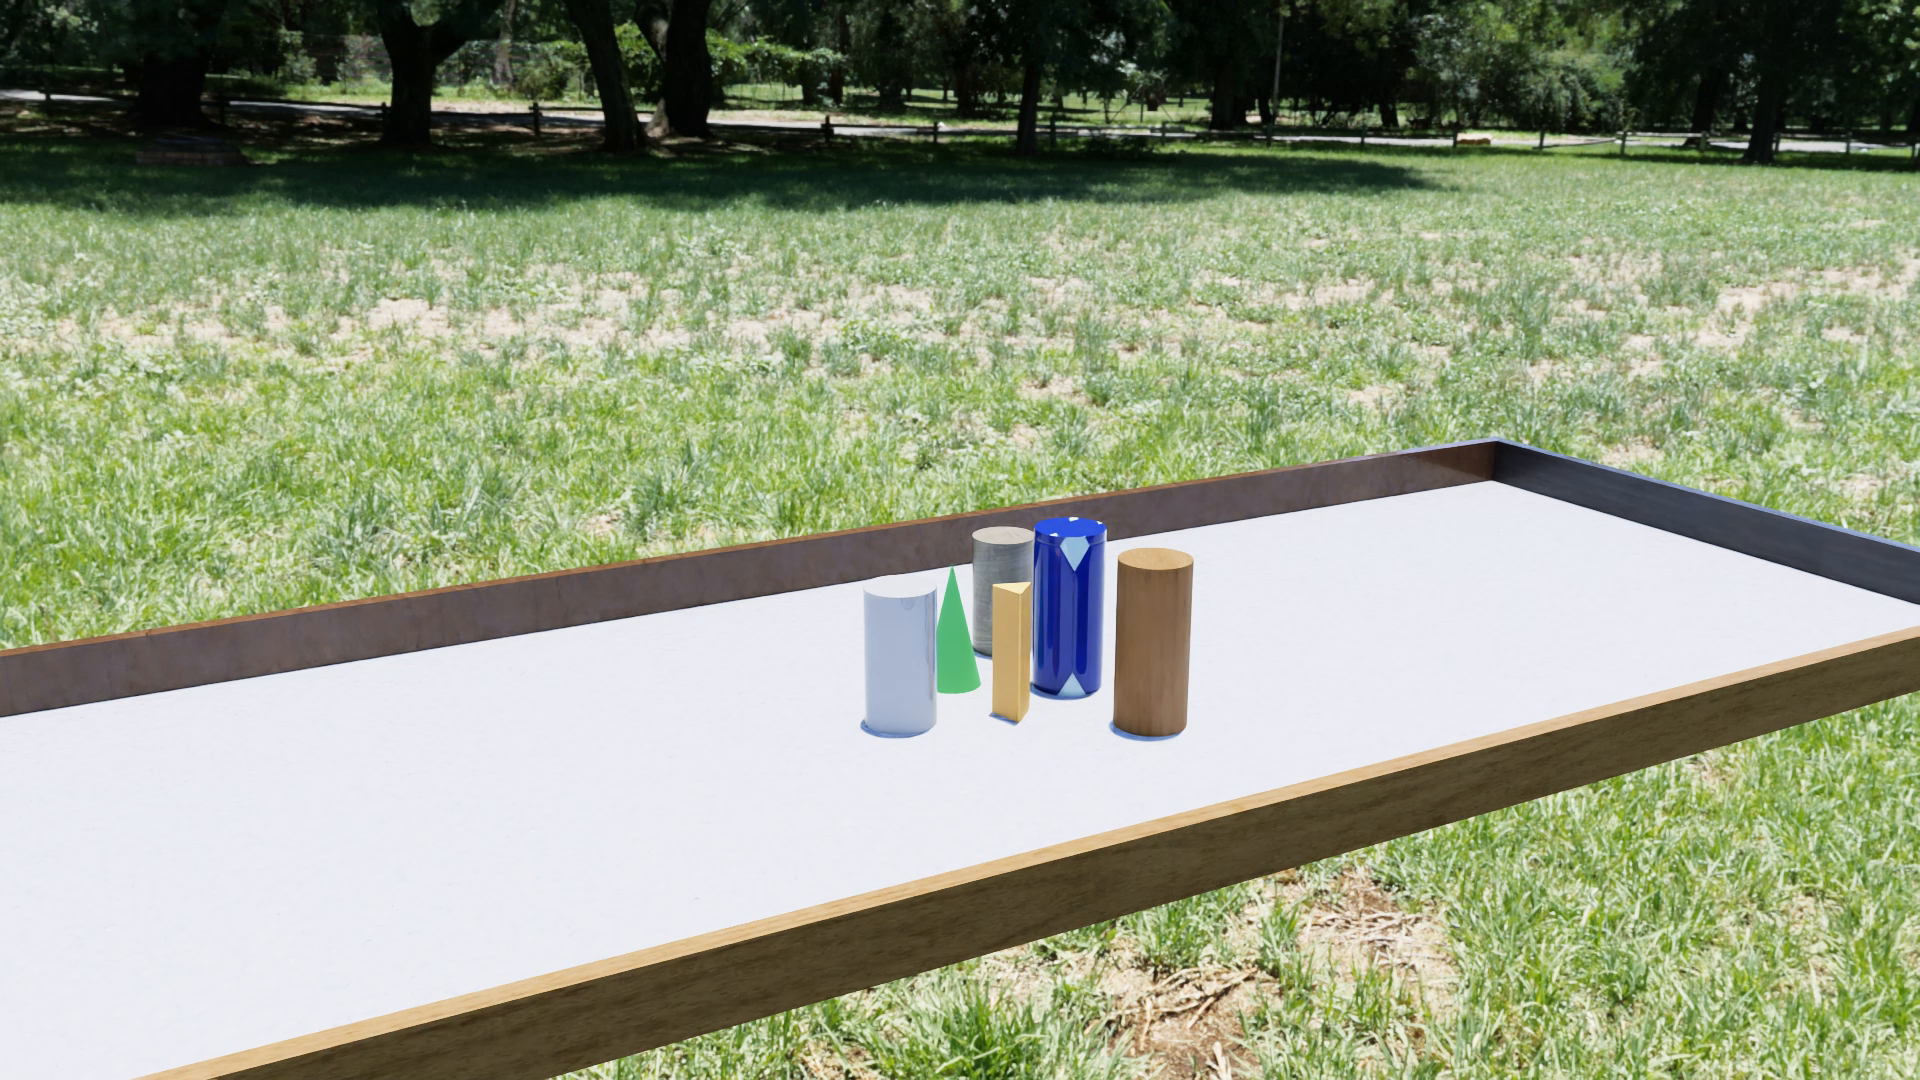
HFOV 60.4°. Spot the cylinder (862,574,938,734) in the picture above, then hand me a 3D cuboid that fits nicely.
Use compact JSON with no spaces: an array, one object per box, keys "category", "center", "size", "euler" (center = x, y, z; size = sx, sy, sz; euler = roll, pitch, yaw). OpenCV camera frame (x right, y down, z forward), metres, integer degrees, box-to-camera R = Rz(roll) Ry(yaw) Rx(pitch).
[{"category":"cylinder","center":[-0.139,0.267,3.854],"size":[0.172,0.335,0.172],"euler":[0,16,0]}]

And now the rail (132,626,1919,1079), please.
[{"category":"rail","center":[-2.336,1.006,1.665],"size":[12.000,0.150,0.050],"euler":[-9,18,-27]}]

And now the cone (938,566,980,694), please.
[{"category":"cone","center":[-0.019,0.207,4.088],"size":[0.144,0.318,0.144],"euler":[0,16,0]}]

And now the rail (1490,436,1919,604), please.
[{"category":"rail","center":[2.466,-0.048,5.253],"size":[0.050,0.150,2.100],"euler":[-9,18,-27]}]

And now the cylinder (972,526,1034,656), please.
[{"category":"cylinder","center":[0.115,0.136,4.345],"size":[0.165,0.309,0.165],"euler":[0,16,0]}]

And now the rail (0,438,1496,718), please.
[{"category":"rail","center":[-3.305,0.497,3.399],"size":[12.000,0.150,0.050],"euler":[-9,18,-27]}]

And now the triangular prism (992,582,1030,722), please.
[{"category":"triangular prism","center":[0.137,0.260,3.903],"size":[0.078,0.319,0.091],"euler":[-15,22,-41]}]

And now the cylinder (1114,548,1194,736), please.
[{"category":"cylinder","center":[0.448,0.236,3.834],"size":[0.174,0.405,0.174],"euler":[0,16,0]}]

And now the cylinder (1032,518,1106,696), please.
[{"category":"cylinder","center":[0.269,0.164,4.077],"size":[0.177,0.407,0.177],"euler":[0,16,0]}]
